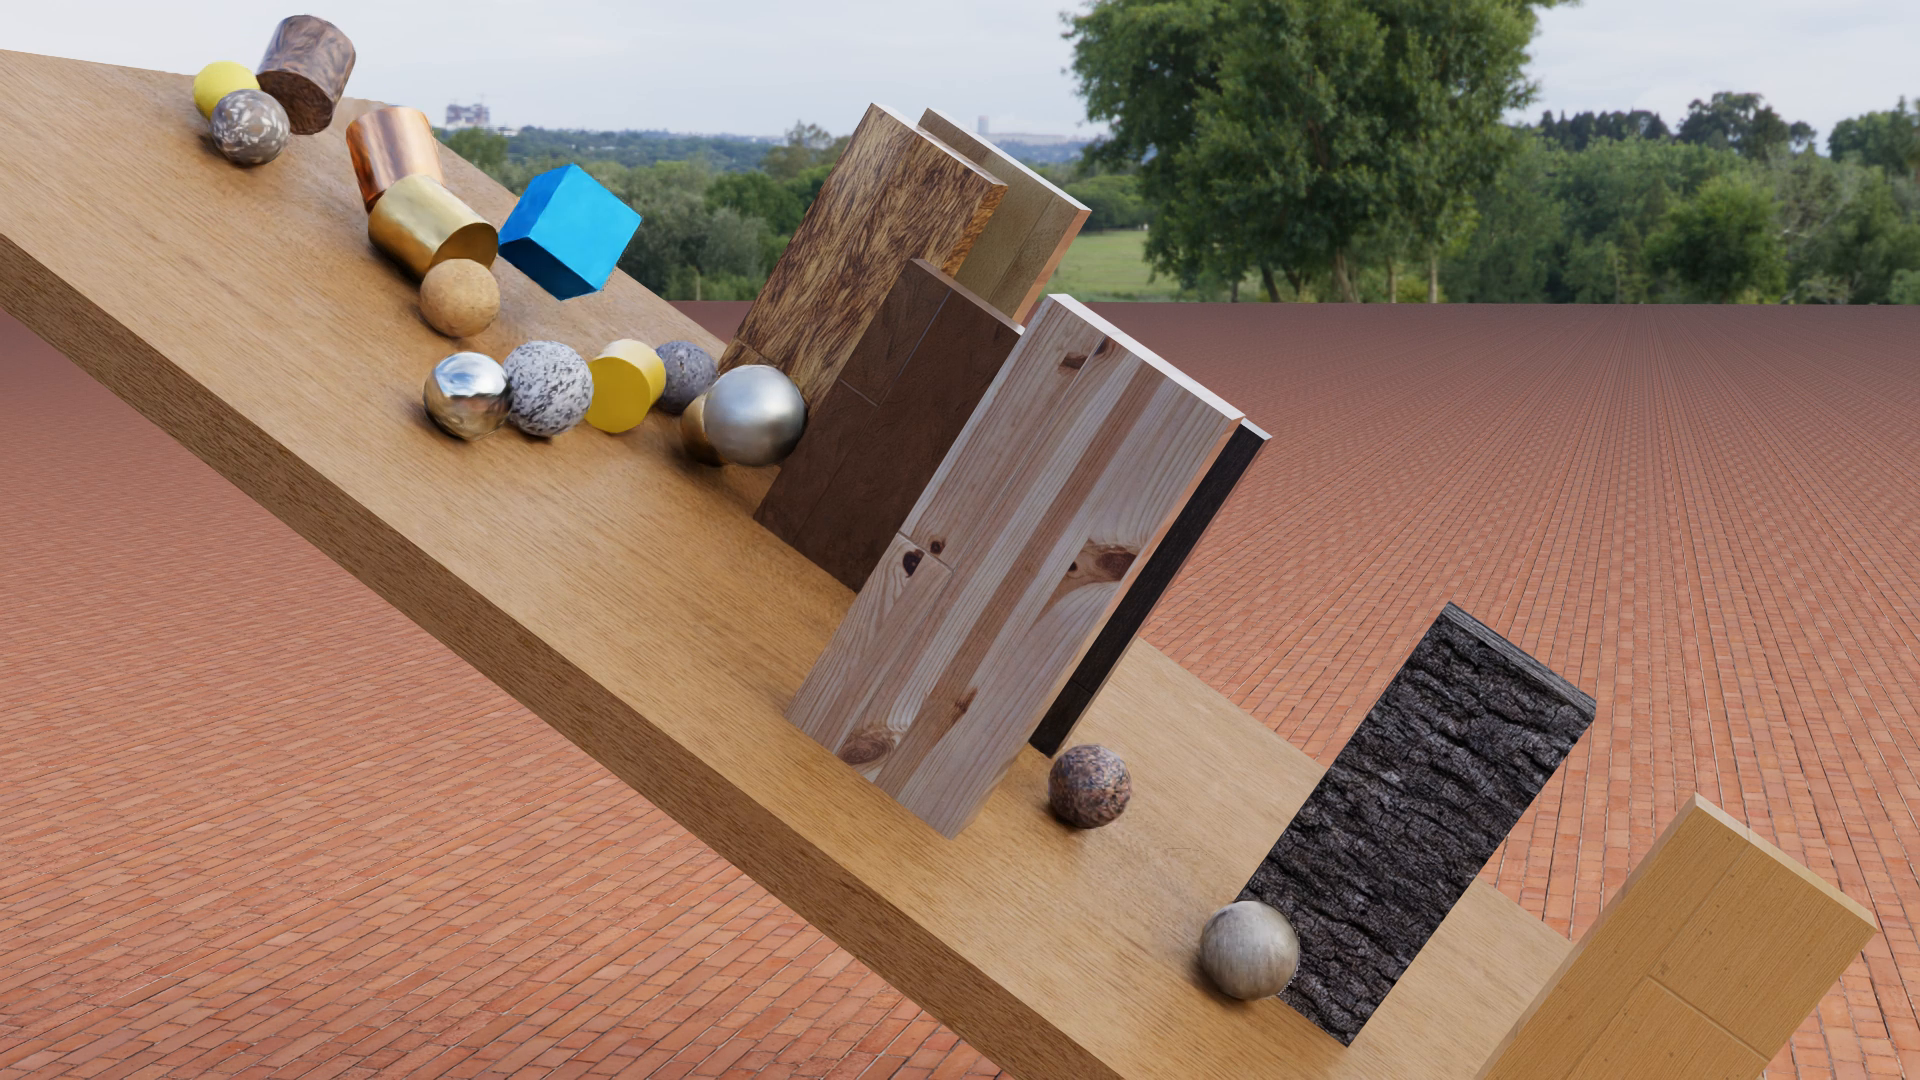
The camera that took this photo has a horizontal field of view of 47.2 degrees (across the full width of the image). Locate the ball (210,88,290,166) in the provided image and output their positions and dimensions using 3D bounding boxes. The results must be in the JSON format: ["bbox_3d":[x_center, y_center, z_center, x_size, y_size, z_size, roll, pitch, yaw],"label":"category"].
[{"bbox_3d":[-1.393,-0.810,4.317,0.150,0.150,0.150,0,7,0],"label":"ball"}]

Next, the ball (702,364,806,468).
[{"bbox_3d":[-0.389,-0.235,4.160,0.195,0.195,0.195,0,7,0],"label":"ball"}]

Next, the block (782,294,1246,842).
[{"bbox_3d":[0.074,0.044,3.359,0.330,0.781,0.115,35,15,10],"label":"block"}]

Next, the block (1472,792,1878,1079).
[{"bbox_3d":[0.933,0.724,3.077,0.280,0.715,0.083,35,15,10],"label":"block"}]

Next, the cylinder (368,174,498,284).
[{"bbox_3d":[-1.032,-0.594,4.309,0.178,0.178,0.178,38,23,21],"label":"cylinder"}]

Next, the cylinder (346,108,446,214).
[{"bbox_3d":[-1.131,-0.755,4.415,0.165,0.165,0.165,-17,-13,-4],"label":"cylinder"}]

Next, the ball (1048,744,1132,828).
[{"bbox_3d":[0.220,0.416,3.717,0.142,0.142,0.142,0,7,0],"label":"ball"}]

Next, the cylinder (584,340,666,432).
[{"bbox_3d":[-0.646,-0.294,4.187,0.146,0.146,0.146,0,18,4],"label":"cylinder"}]

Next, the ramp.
[{"bbox_3d":[-0.130,0.219,4.101,4.000,0.100,2.000,35,15,10],"label":"ramp"}]

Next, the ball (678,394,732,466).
[{"bbox_3d":[-0.477,-0.216,4.303,0.144,0.144,0.144,0,7,0],"label":"ball"}]

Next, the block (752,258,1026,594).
[{"bbox_3d":[-0.097,-0.188,4.129,0.338,0.584,0.087,35,15,10],"label":"block"}]

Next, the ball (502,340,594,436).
[{"bbox_3d":[-0.735,-0.269,3.896,0.171,0.171,0.171,0,7,0],"label":"ball"}]

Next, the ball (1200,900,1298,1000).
[{"bbox_3d":[0.453,0.643,3.448,0.154,0.154,0.154,0,7,0],"label":"ball"}]

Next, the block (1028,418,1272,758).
[{"bbox_3d":[0.240,0.025,3.923,0.287,0.694,0.082,35,15,10],"label":"block"}]

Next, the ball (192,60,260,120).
[{"bbox_3d":[-1.471,-0.897,4.413,0.130,0.130,0.130,0,7,0],"label":"ball"}]

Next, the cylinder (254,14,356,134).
[{"bbox_3d":[-1.381,-0.978,4.622,0.176,0.176,0.176,5,-37,4],"label":"cylinder"}]

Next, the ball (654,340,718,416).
[{"bbox_3d":[-0.568,-0.329,4.459,0.151,0.151,0.151,0,7,0],"label":"ball"}]

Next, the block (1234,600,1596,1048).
[{"bbox_3d":[0.707,0.458,3.547,0.279,0.670,0.144,35,15,10],"label":"block"}]

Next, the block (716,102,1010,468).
[{"bbox_3d":[-0.230,-0.503,4.557,0.305,0.736,0.119,35,15,10],"label":"block"}]

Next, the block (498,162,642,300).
[{"bbox_3d":[-0.793,-0.618,4.431,0.181,0.181,0.181,38,-22,-29],"label":"block"}]

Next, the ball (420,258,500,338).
[{"bbox_3d":[-0.936,-0.453,4.118,0.149,0.149,0.149,0,7,0],"label":"ball"}]

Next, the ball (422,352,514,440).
[{"bbox_3d":[-0.822,-0.241,3.677,0.148,0.148,0.148,0,7,0],"label":"ball"}]

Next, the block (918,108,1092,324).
[{"bbox_3d":[-0.092,-0.500,4.775,0.399,0.762,0.105,35,15,10],"label":"block"}]
